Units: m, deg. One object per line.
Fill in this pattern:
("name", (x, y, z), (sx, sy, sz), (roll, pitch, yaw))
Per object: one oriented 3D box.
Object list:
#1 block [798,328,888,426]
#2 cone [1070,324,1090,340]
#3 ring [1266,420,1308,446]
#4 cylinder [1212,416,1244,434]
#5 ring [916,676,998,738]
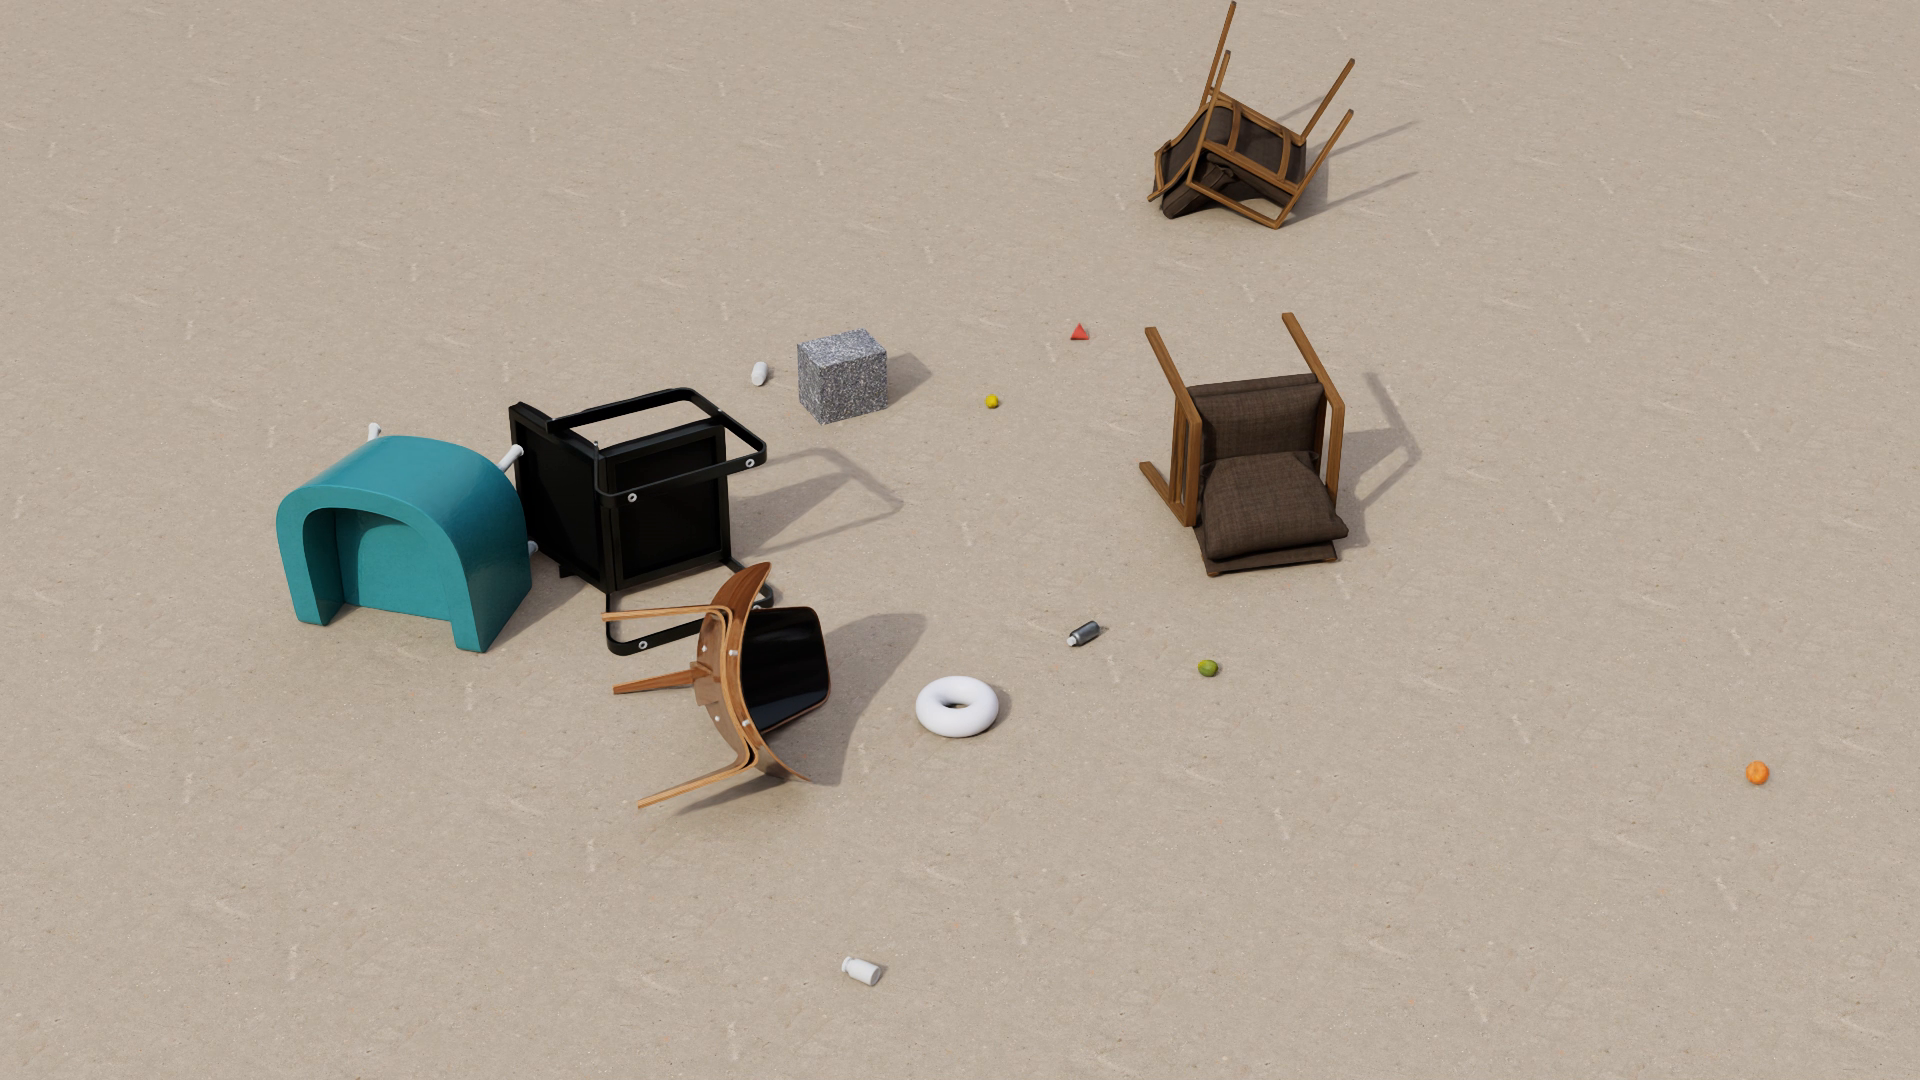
("block", (-0.469, -0.653, 11.694), (0.292, 0.265, 0.212), (-16, 36, -22))
("cone", (0.509, -0.853, 12.209), (0.070, 0.076, 0.082), (30, 35, -6))
("ring", (1.289, -0.424, 11.542), (0.165, 0.051, 0.157), (26, 41, 33))
("cylinder", (1.060, -0.454, 11.598), (0.102, 0.039, 0.077), (15, 39, 22))
("ring", (-0.010, 0.567, 9.994), (0.286, 0.100, 0.281), (3, 34, 6))
